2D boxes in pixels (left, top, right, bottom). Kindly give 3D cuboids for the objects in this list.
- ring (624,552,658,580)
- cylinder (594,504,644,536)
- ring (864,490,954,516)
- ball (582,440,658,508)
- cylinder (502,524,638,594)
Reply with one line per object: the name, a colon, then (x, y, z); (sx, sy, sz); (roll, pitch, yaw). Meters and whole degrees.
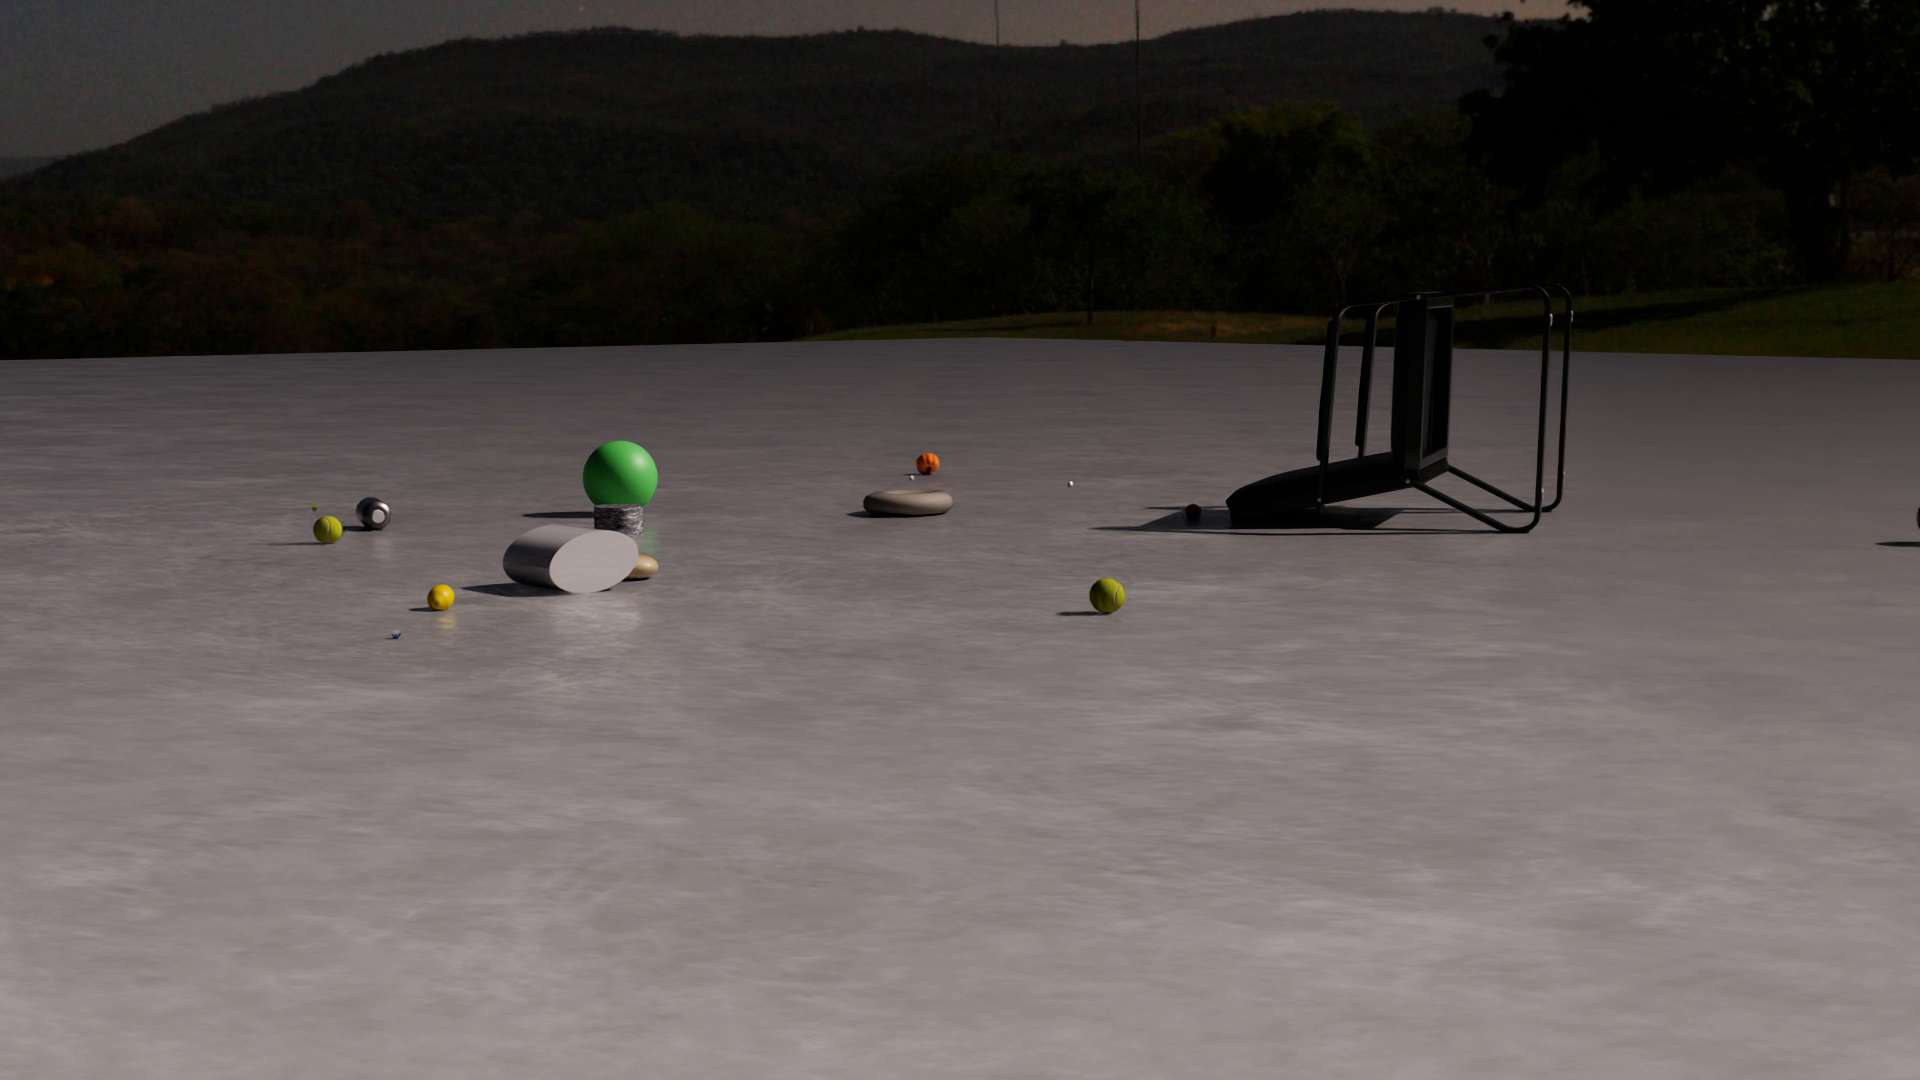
ring: (-0.809, 0.053, 5.631); (0.322, 0.056, 0.181); (3, 8, 22)
cylinder: (-0.870, -0.050, 6.538); (0.122, 0.074, 0.126); (-5, 8, -41)
ring: (-0.143, -0.104, 7.120); (0.228, 0.062, 0.279); (4, 7, 40)
ball: (-0.938, -0.172, 7.082); (0.205, 0.205, 0.205); (0, 6, 0)
cylinder: (-0.820, 0.039, 5.408); (0.223, 0.127, 0.179); (-15, 14, -40)
